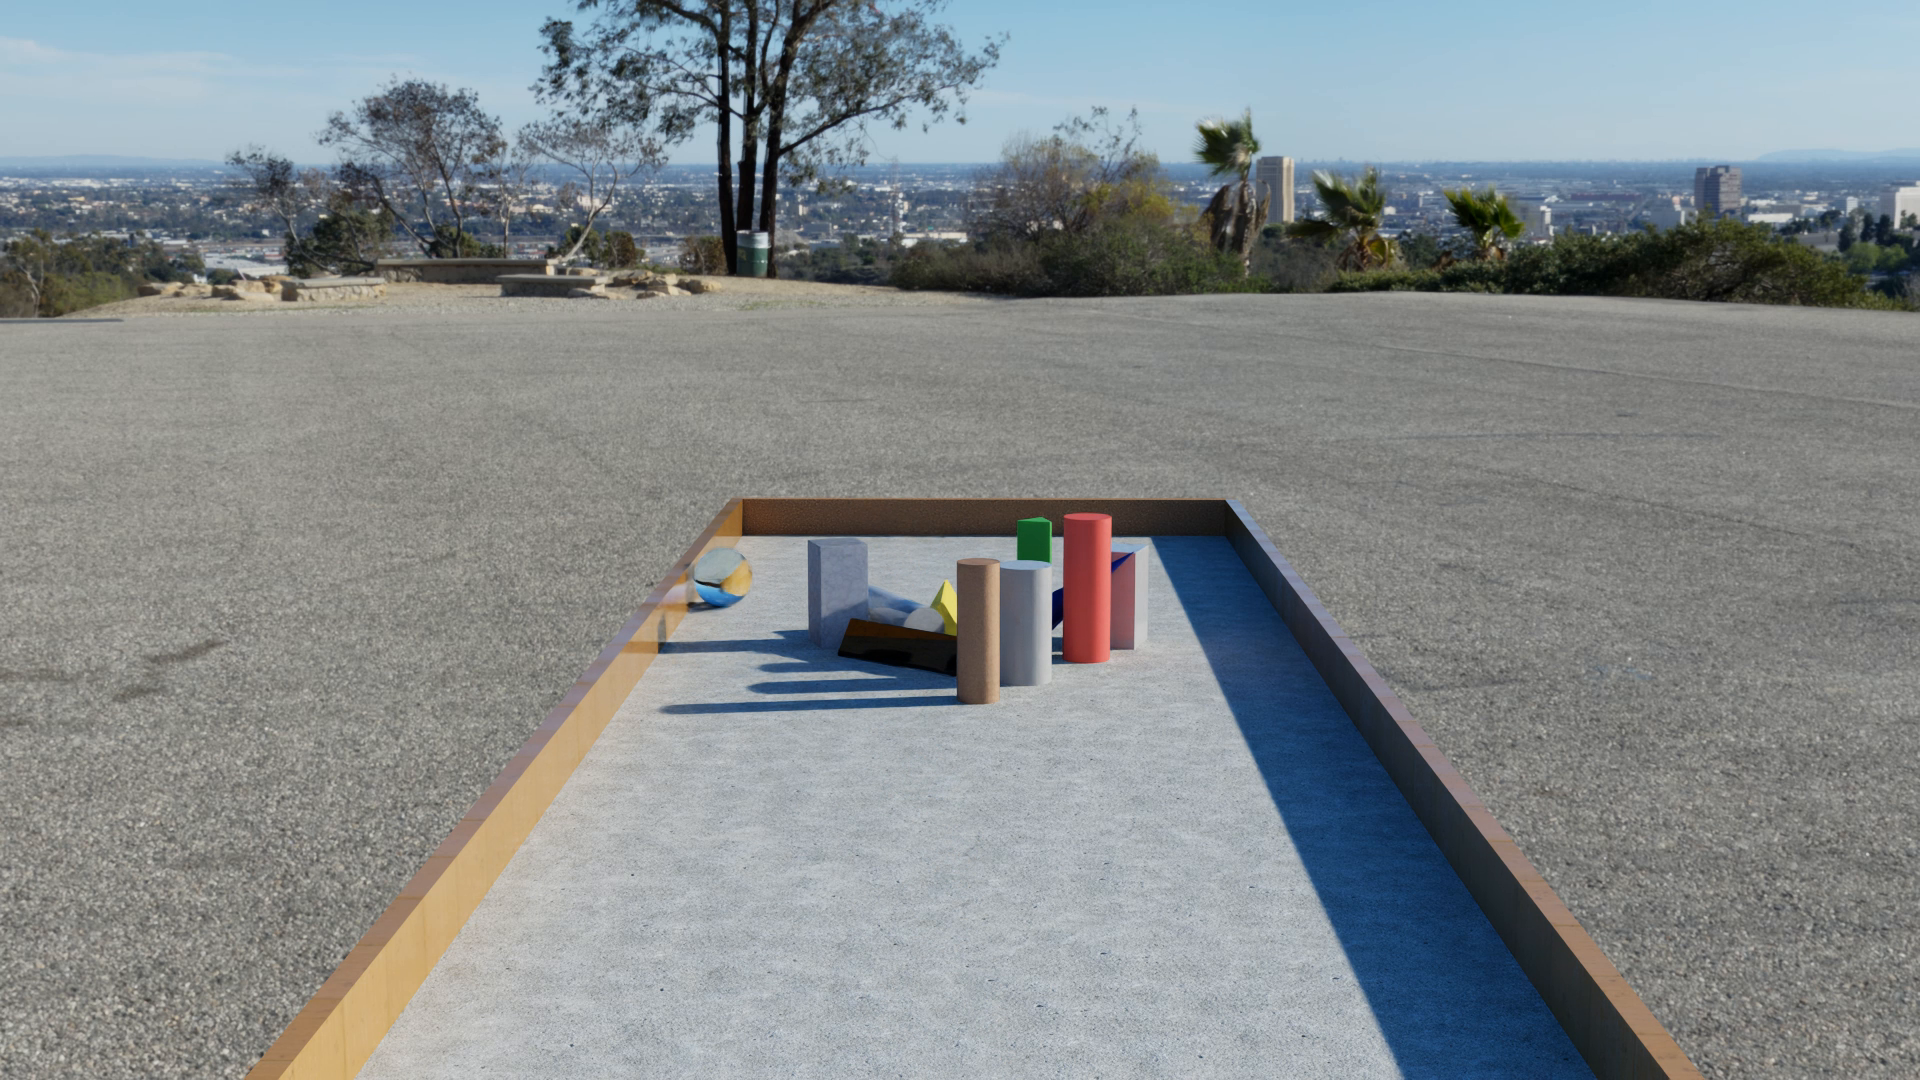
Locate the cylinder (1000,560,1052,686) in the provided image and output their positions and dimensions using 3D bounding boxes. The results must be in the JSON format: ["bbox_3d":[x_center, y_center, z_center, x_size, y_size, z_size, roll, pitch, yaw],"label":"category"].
[{"bbox_3d":[0.186,0.241,6.401,0.164,0.341,0.164,0,9,0],"label":"cylinder"}]

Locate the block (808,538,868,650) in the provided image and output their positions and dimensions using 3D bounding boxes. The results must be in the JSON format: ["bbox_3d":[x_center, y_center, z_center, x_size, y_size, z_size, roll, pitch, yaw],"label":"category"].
[{"bbox_3d":[-0.385,0.166,6.931,0.153,0.323,0.153,-3,10,-19],"label":"block"}]

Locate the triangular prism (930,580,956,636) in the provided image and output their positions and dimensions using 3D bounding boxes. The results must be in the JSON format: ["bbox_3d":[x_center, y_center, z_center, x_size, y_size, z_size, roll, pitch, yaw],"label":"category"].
[{"bbox_3d":[-0.051,0.221,7.236,0.129,0.112,0.409,0,9,2],"label":"triangular prism"}]

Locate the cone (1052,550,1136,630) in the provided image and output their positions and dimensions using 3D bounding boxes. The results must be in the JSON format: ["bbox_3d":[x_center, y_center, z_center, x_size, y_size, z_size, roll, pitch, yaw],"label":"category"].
[{"bbox_3d":[0.356,0.164,6.795,0.455,0.138,0.138,-35,13,-3],"label":"cone"}]

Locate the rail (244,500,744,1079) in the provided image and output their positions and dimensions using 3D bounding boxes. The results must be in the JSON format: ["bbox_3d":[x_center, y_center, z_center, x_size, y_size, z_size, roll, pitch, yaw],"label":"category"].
[{"bbox_3d":[-1.004,0.839,3.234,0.050,0.150,12.000,0,9,1],"label":"rail"}]

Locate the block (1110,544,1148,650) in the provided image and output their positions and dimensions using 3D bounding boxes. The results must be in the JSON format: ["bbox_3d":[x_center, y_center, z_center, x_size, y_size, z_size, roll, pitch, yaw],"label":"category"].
[{"bbox_3d":[0.491,0.174,6.934,0.168,0.305,0.168,3,10,19],"label":"block"}]

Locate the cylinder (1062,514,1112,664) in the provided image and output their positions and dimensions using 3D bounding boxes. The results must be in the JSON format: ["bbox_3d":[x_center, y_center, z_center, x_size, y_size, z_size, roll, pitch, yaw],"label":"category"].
[{"bbox_3d":[0.386,0.146,6.688,0.144,0.439,0.144,0,9,0],"label":"cylinder"}]

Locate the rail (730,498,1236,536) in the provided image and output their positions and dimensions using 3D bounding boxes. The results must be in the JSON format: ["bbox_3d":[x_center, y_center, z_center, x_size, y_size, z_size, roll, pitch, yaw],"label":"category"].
[{"bbox_3d":[0.099,-0.098,9.147,2.100,0.150,0.050,0,9,1],"label":"rail"}]

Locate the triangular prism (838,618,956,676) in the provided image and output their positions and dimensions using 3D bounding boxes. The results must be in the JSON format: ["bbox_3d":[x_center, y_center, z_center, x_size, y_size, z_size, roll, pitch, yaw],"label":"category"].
[{"bbox_3d":[-0.161,0.317,6.646,0.459,0.107,0.124,8,11,40],"label":"triangular prism"}]

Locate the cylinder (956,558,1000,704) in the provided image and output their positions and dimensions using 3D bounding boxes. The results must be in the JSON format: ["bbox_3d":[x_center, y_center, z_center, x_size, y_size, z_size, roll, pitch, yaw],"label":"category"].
[{"bbox_3d":[0.051,0.254,6.149,0.121,0.393,0.121,0,9,0],"label":"cylinder"}]

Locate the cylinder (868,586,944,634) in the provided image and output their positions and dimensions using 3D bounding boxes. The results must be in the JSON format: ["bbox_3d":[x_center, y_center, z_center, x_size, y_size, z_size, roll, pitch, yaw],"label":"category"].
[{"bbox_3d":[-0.202,0.248,6.986,0.143,0.143,0.425,-4,10,-25],"label":"cylinder"}]

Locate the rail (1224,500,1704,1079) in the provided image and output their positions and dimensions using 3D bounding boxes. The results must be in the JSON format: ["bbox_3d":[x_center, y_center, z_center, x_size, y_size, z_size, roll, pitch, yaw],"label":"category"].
[{"bbox_3d":[1.046,0.843,3.208,0.050,0.150,12.000,0,9,1],"label":"rail"}]

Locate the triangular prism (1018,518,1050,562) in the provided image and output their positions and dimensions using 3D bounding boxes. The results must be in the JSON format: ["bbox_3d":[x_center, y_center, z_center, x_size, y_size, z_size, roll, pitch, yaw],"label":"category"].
[{"bbox_3d":[0.244,0.130,6.926,0.108,0.395,0.094,3,9,16],"label":"triangular prism"}]

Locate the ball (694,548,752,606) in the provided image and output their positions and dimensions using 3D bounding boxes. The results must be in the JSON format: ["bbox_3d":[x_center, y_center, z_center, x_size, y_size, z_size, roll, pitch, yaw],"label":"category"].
[{"bbox_3d":[-0.815,0.129,7.551,0.202,0.202,0.202,0,9,0],"label":"ball"}]
